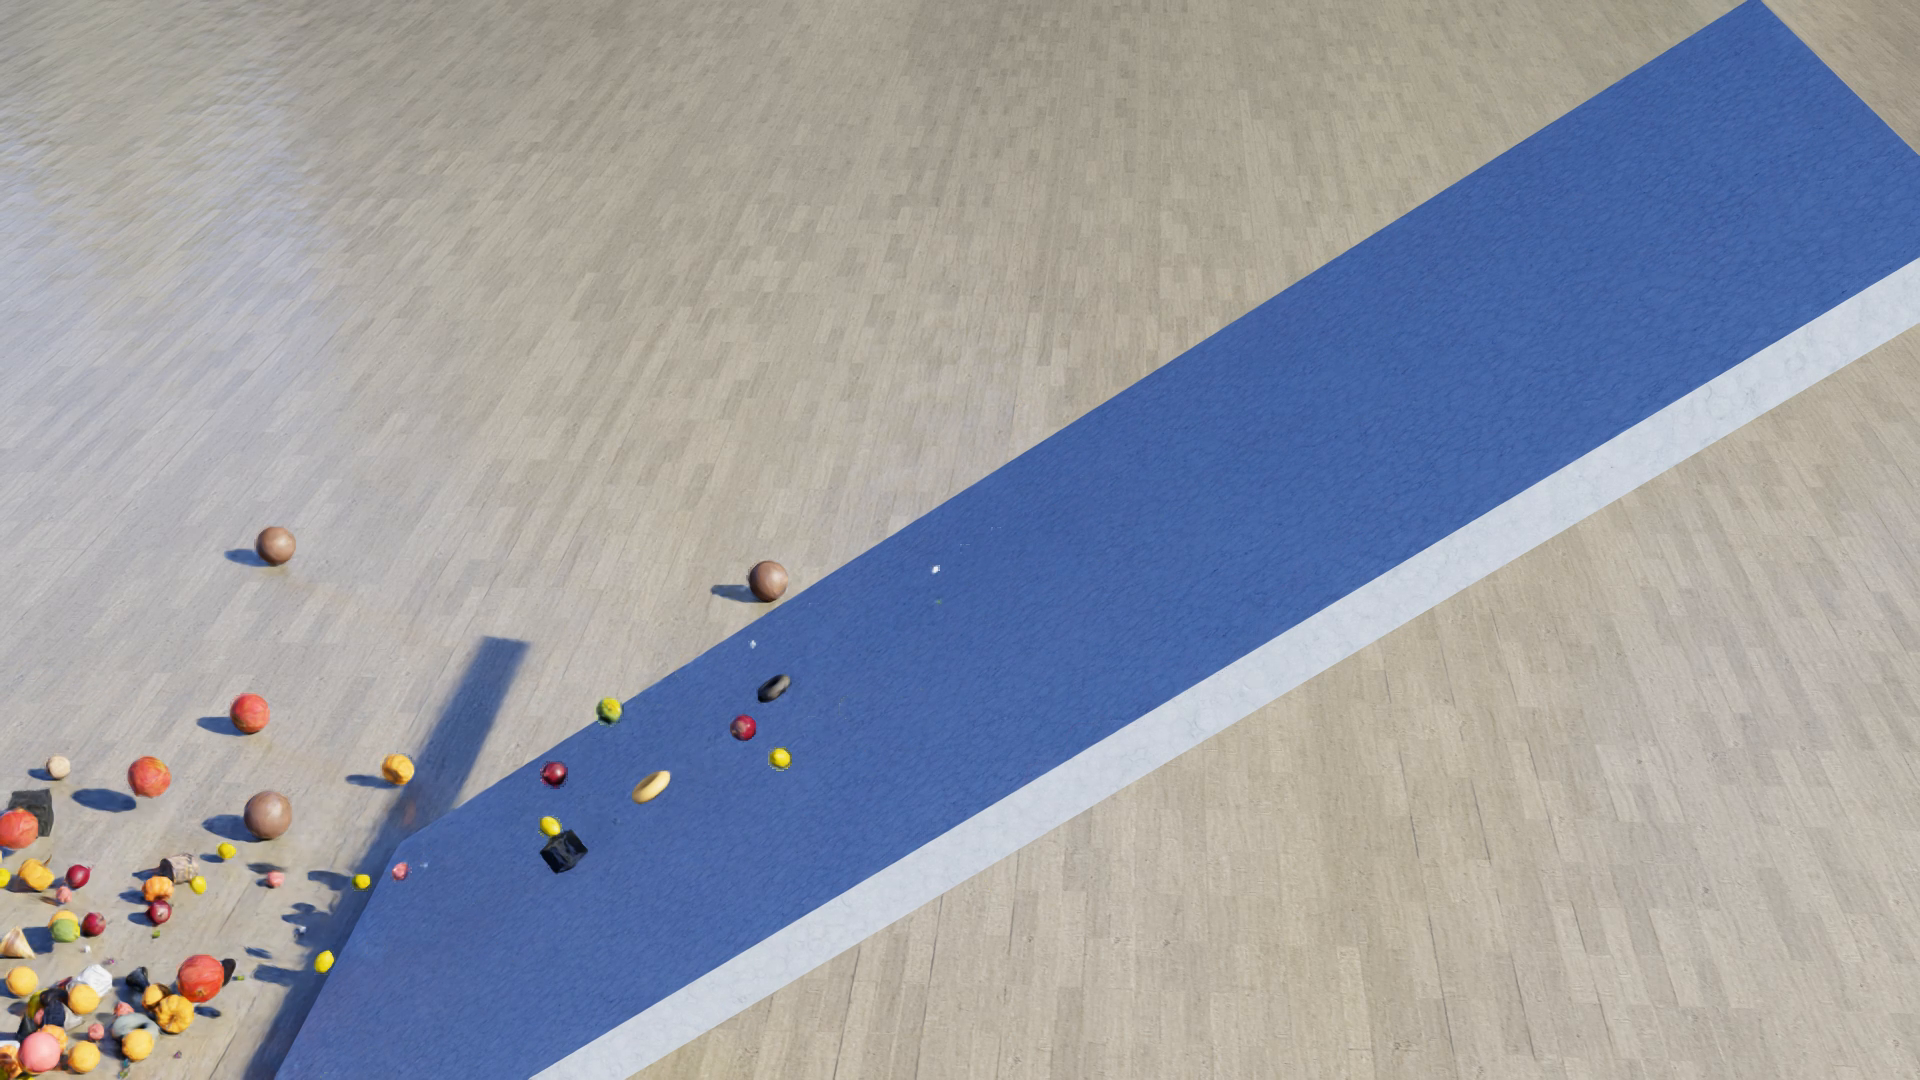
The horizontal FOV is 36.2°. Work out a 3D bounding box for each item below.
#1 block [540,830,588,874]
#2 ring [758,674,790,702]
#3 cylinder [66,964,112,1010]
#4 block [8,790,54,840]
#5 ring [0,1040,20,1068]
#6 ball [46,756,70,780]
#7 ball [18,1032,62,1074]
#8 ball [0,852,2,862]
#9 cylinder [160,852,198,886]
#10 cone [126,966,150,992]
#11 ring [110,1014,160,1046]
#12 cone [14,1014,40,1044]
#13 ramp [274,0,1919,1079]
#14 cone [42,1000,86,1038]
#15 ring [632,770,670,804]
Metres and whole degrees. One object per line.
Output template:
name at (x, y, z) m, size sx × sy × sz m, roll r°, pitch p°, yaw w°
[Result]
block at (-0.894, 0.703, 6.633) m, size 0.063 × 0.063 × 0.063 m, roll -21°, pitch 21°, yaw 42°
ring at (-0.430, 0.342, 6.775) m, size 0.087 × 0.029 × 0.087 m, roll -32°, pitch 16°, yaw 10°
cylinder at (-2.103, 1.079, 7.103) m, size 0.080 × 0.080 × 0.080 m, roll 6°, pitch 21°, yaw 14°
block at (-2.515, 0.742, 7.962) m, size 0.097 × 0.097 × 0.097 m, roll -3°, pitch 21°, yaw -7°
ring at (-2.230, 1.199, 6.856) m, size 0.094 × 0.031 × 0.094 m, roll -4°, pitch 23°, yaw 2°
ball at (-2.537, 0.639, 8.271) m, size 0.067 × 0.067 × 0.067 m, roll 0°, pitch 21°, yaw 0°
ball at (-2.076, 1.156, 6.635) m, size 0.092 × 0.092 × 0.092 m, roll 0°, pitch 21°, yaw 0°
ball at (-2.563, 0.836, 7.740) m, size 0.081 × 0.081 × 0.081 m, roll 0°, pitch 21°, yaw 0°
cylinder at (-2.038, 0.858, 7.676) m, size 0.073 × 0.073 × 0.073 m, roll 19°, pitch 21°, yaw 41°
cone at (-1.990, 1.084, 7.167) m, size 0.062 × 0.062 × 0.062 m, roll 43°, pitch 40°, yaw 23°
ring at (-1.949, 1.157, 6.948) m, size 0.115 × 0.038 × 0.115 m, roll 10°, pitch 20°, yaw -4°
cone at (-2.195, 1.150, 6.918) m, size 0.083 × 0.083 × 0.083 m, roll 0°, pitch 21°, yaw 0°
ramp at (0.137, 0.173, 6.302) m, size 4.000 × 0.100 × 2.000 m, roll -32°, pitch 16°, yaw 15°
cone at (-2.116, 1.143, 6.995) m, size 0.092 × 0.092 × 0.092 m, roll 20°, pitch 2°, yaw 41°
ring at (-0.703, 0.562, 6.699) m, size 0.101 × 0.034 × 0.101 m, roll -33°, pitch 14°, yaw 10°
